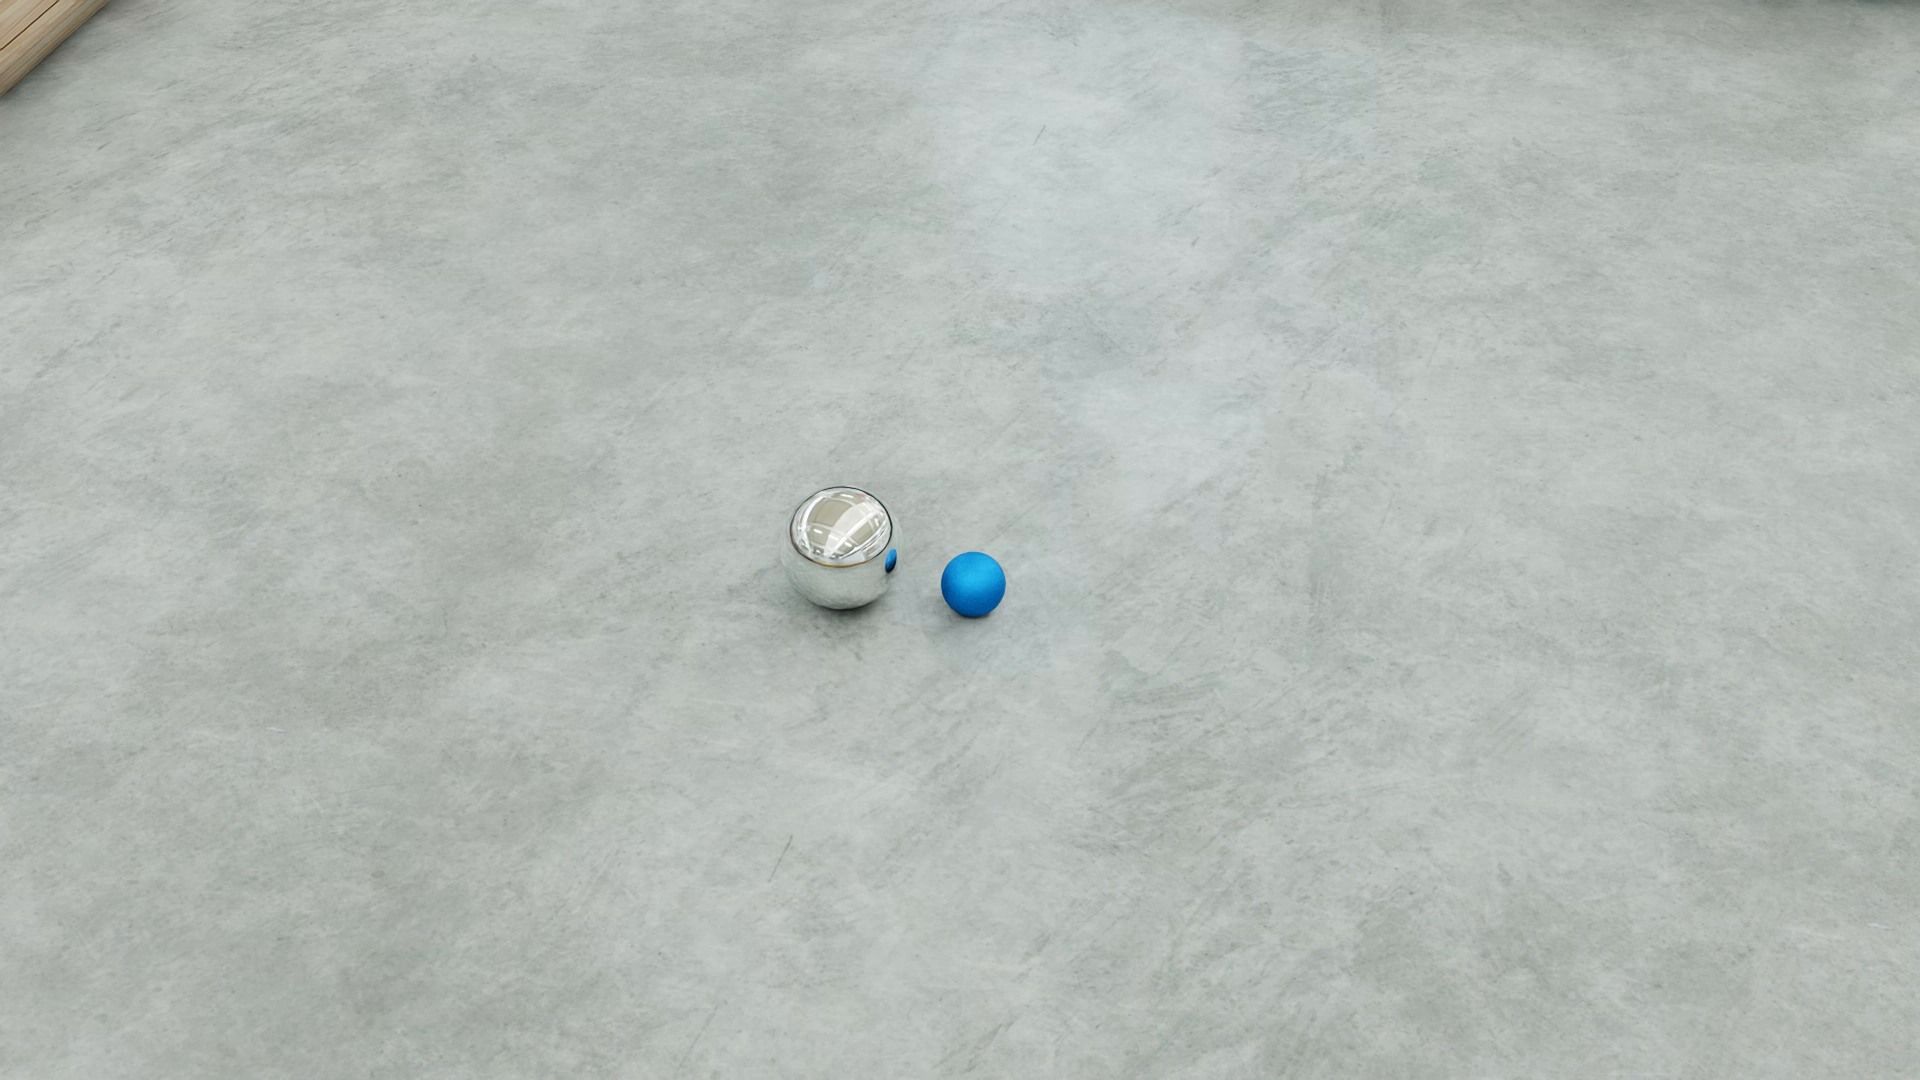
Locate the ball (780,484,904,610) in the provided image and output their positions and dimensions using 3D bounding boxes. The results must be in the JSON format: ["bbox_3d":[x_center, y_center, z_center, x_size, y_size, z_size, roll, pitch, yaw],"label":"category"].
[{"bbox_3d":[-0.081,0.005,1.752,0.085,0.085,0.085,0,35,0],"label":"ball"}]

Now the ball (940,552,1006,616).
[{"bbox_3d":[0.009,0.030,1.751,0.045,0.045,0.045,0,35,0],"label":"ball"}]

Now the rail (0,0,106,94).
[{"bbox_3d":[-0.996,-0.128,1.912,0.045,0.116,2.335,6,36,9],"label":"rail"}]
